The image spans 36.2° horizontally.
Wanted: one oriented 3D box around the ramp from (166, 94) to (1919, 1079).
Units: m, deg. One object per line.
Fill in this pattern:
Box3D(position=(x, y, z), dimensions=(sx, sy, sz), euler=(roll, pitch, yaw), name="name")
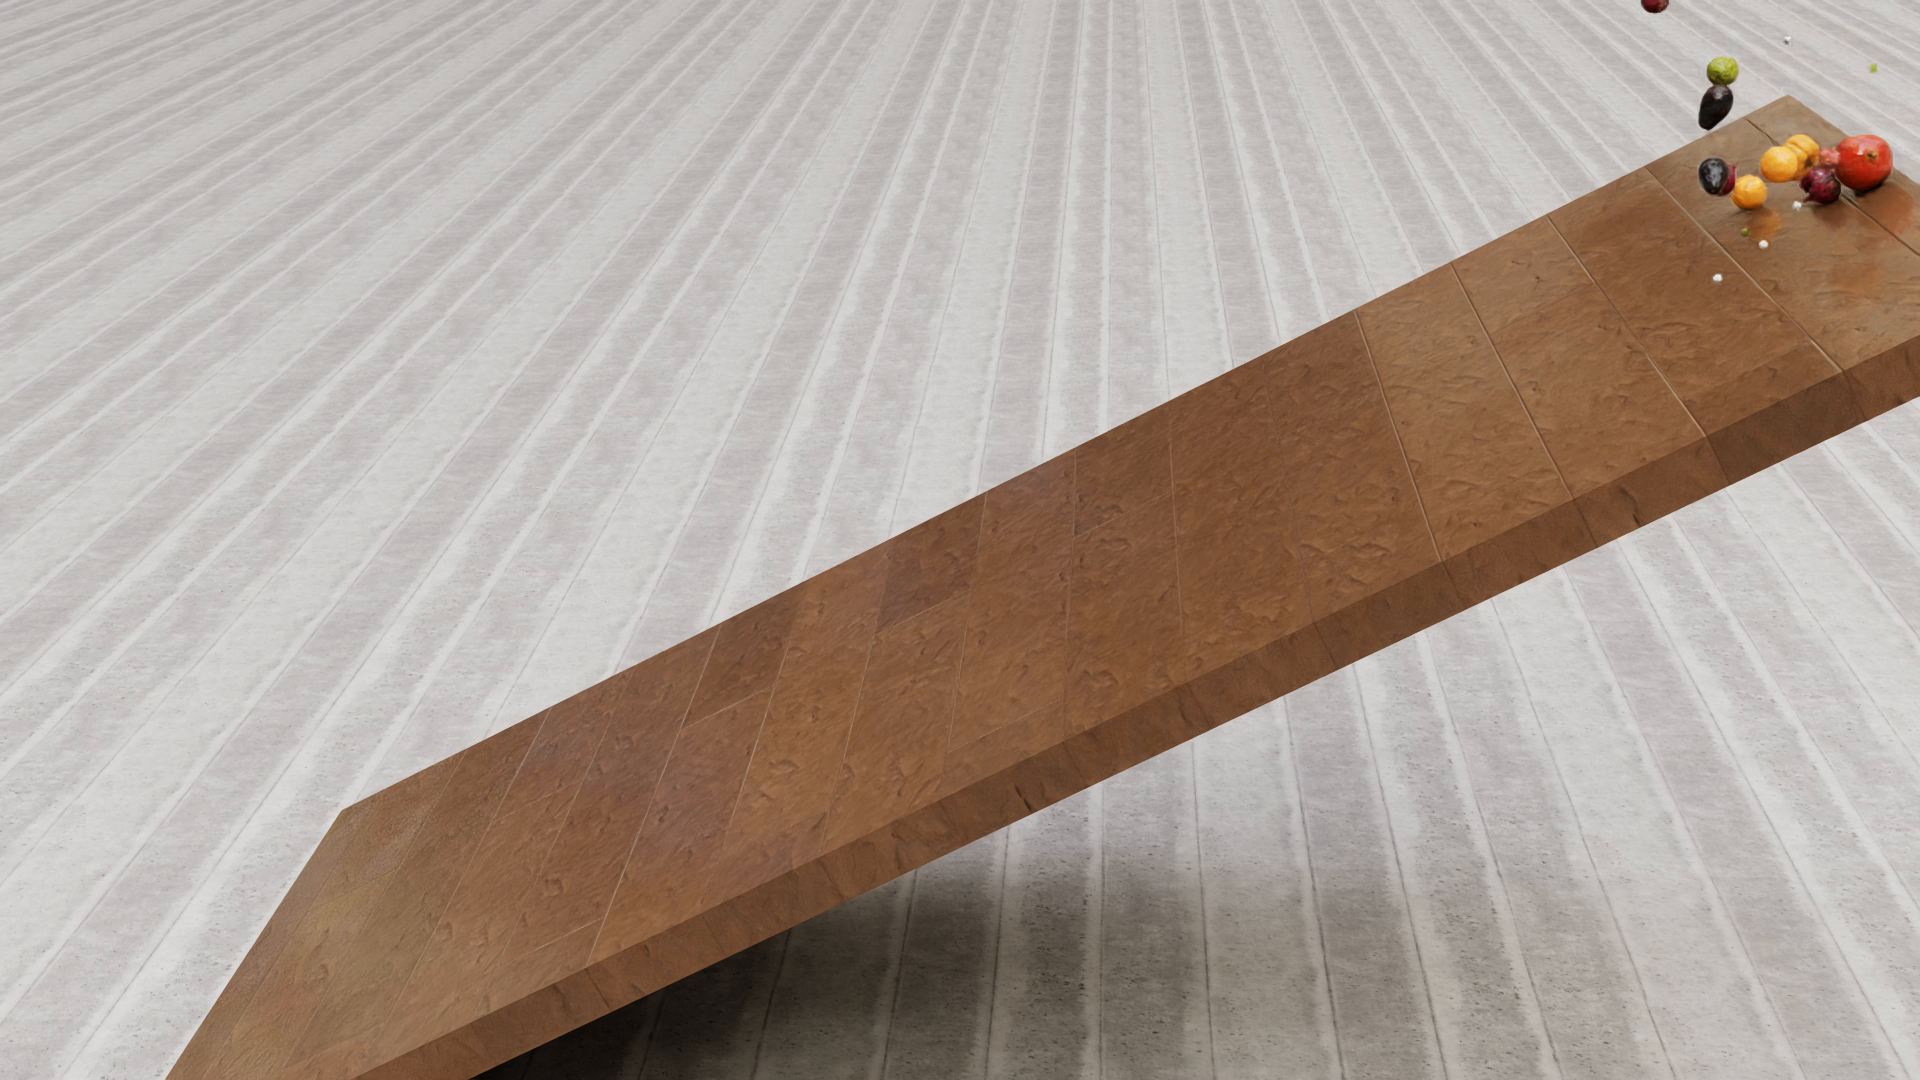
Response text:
Box3D(position=(0.141, 0.167, 6.281), dimensions=(4.000, 0.100, 2.000), euler=(-26, 14, 11), name="ramp")
